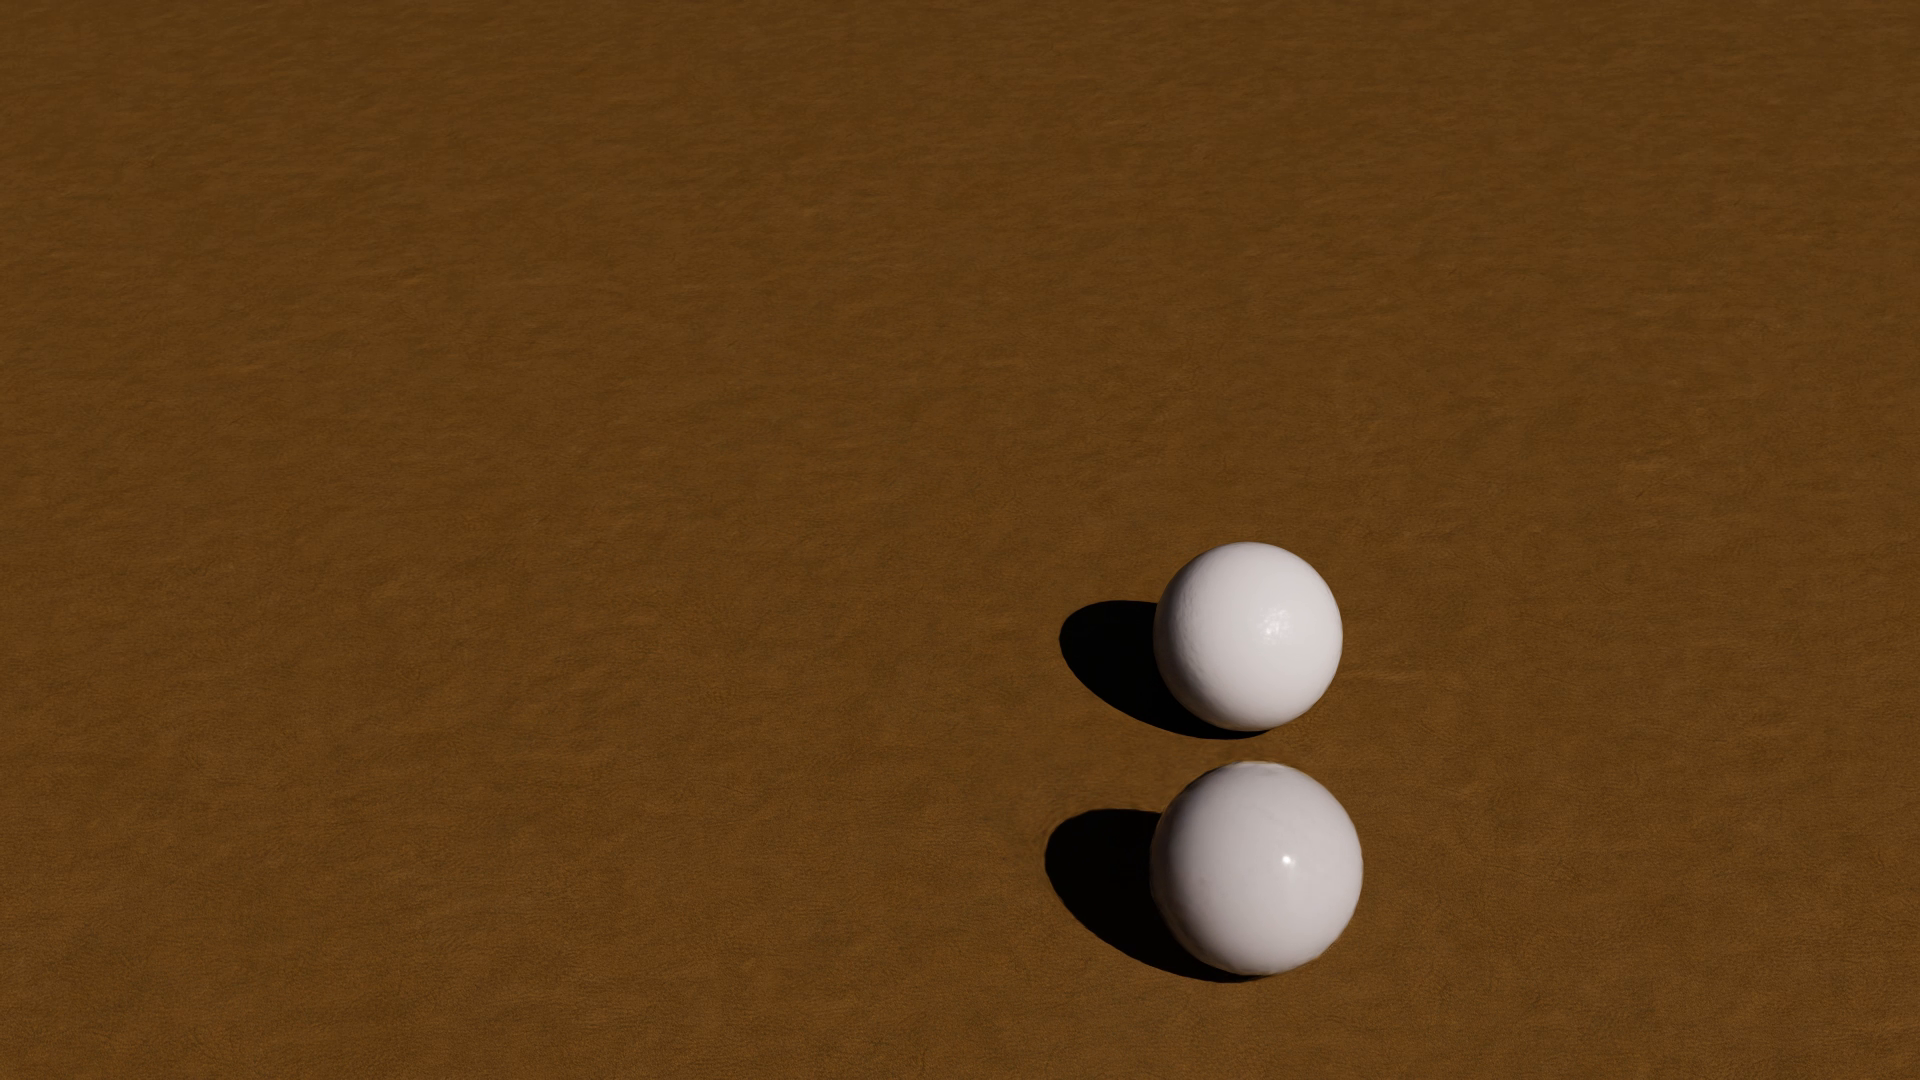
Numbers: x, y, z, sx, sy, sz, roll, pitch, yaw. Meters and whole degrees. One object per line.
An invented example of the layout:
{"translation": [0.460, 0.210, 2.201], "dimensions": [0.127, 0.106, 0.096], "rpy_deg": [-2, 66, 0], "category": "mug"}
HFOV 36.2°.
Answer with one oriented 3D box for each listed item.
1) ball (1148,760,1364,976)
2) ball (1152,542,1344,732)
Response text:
{"translation": [0.131, 0.146, 1.306], "dimensions": [0.095, 0.095, 0.095], "rpy_deg": [0, 32, 0], "category": "ball"}
{"translation": [0.143, 0.048, 1.461], "dimensions": [0.095, 0.095, 0.095], "rpy_deg": [0, 32, 0], "category": "ball"}
